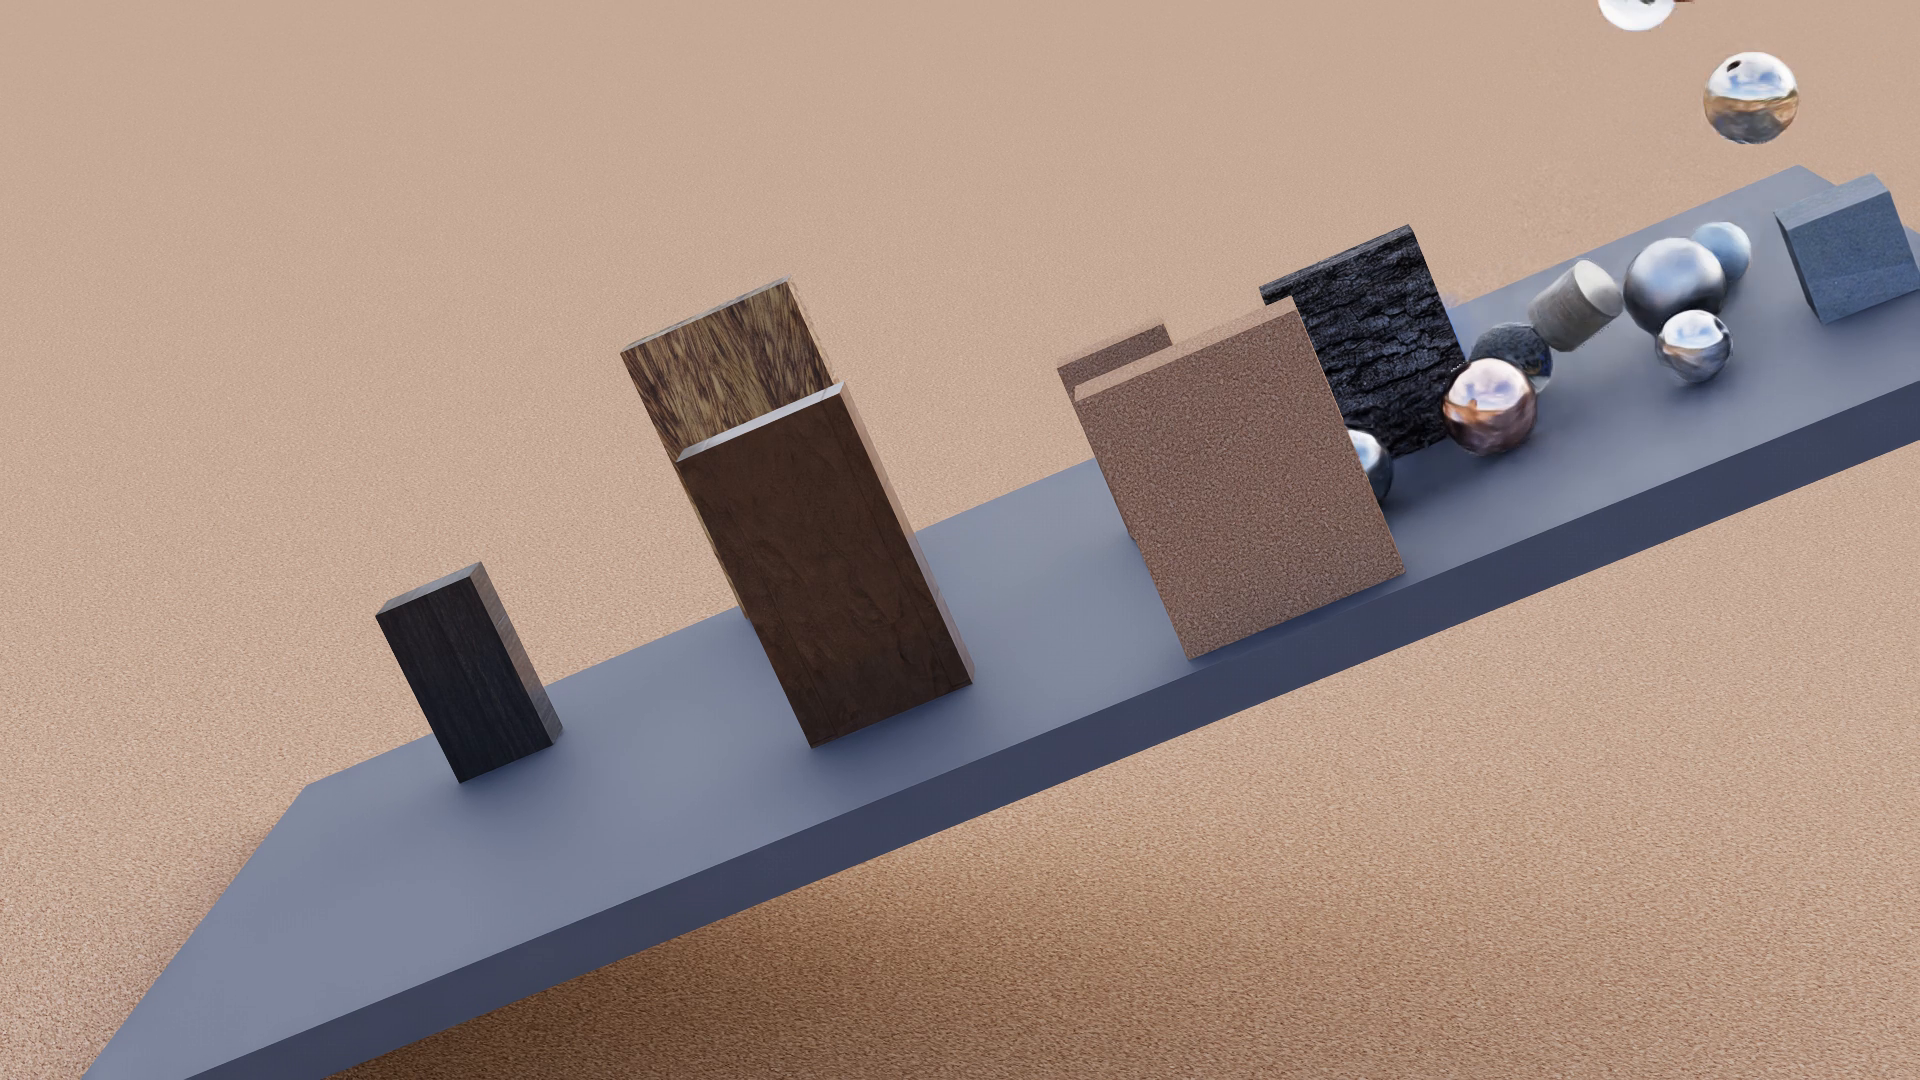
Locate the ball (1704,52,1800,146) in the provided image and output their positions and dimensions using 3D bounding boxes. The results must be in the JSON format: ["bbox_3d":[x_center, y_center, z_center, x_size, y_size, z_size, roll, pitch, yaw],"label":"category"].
[{"bbox_3d":[1.586,-0.885,5.895,0.186,0.186,0.186,0,15,0],"label":"ball"}]

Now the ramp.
[{"bbox_3d":[0.131,0.171,6.285,4.000,0.100,2.000,-23,13,8],"label":"ramp"}]

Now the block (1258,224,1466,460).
[{"bbox_3d":[0.846,-0.381,6.014,0.329,0.423,0.099,-23,13,8],"label":"block"}]

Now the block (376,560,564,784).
[{"bbox_3d":[-1.138,0.307,6.831,0.244,0.441,0.131,-23,13,8],"label":"block"}]

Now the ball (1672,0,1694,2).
[{"bbox_3d":[1.455,-1.140,5.906,0.121,0.121,0.121,0,15,0],"label":"ball"}]

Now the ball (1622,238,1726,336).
[{"bbox_3d":[1.441,-0.507,5.933,0.204,0.204,0.204,0,15,0],"label":"ball"}]

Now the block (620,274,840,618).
[{"bbox_3d":[-0.464,-0.223,7.114,0.439,0.718,0.105,-23,13,8],"label":"block"}]

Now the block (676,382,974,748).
[{"bbox_3d":[-0.261,0.051,5.805,0.350,0.636,0.116,-23,13,8],"label":"block"}]

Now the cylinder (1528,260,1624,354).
[{"bbox_3d":[1.248,-0.473,5.964,0.135,0.135,0.135,-17,-19,-47],"label":"cylinder"}]

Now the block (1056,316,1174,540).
[{"bbox_3d":[0.401,-0.241,6.300,0.245,0.408,0.099,-23,13,8],"label":"block"}]

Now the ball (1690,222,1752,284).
[{"bbox_3d":[1.597,-0.604,6.189,0.133,0.133,0.133,0,15,0],"label":"ball"}]

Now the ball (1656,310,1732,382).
[{"bbox_3d":[1.397,-0.369,5.598,0.139,0.139,0.139,0,15,0],"label":"ball"}]

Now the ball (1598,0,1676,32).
[{"bbox_3d":[1.394,-1.128,6.053,0.162,0.162,0.162,0,15,0],"label":"ball"}]

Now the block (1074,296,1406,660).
[{"bbox_3d":[0.505,-0.111,5.316,0.423,0.521,0.138,-23,13,8],"label":"block"}]

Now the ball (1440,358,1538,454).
[{"bbox_3d":[1.028,-0.259,5.721,0.187,0.187,0.187,0,15,0],"label":"ball"}]

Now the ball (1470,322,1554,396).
[{"bbox_3d":[1.124,-0.361,6.000,0.168,0.168,0.168,0,15,0],"label":"ball"}]

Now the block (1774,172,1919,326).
[{"bbox_3d":[1.711,-0.563,5.670,0.199,0.199,0.199,-21,13,13],"label":"block"}]

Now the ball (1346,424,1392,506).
[{"bbox_3d":[0.749,-0.133,5.724,0.186,0.186,0.186,0,15,0],"label":"ball"}]
